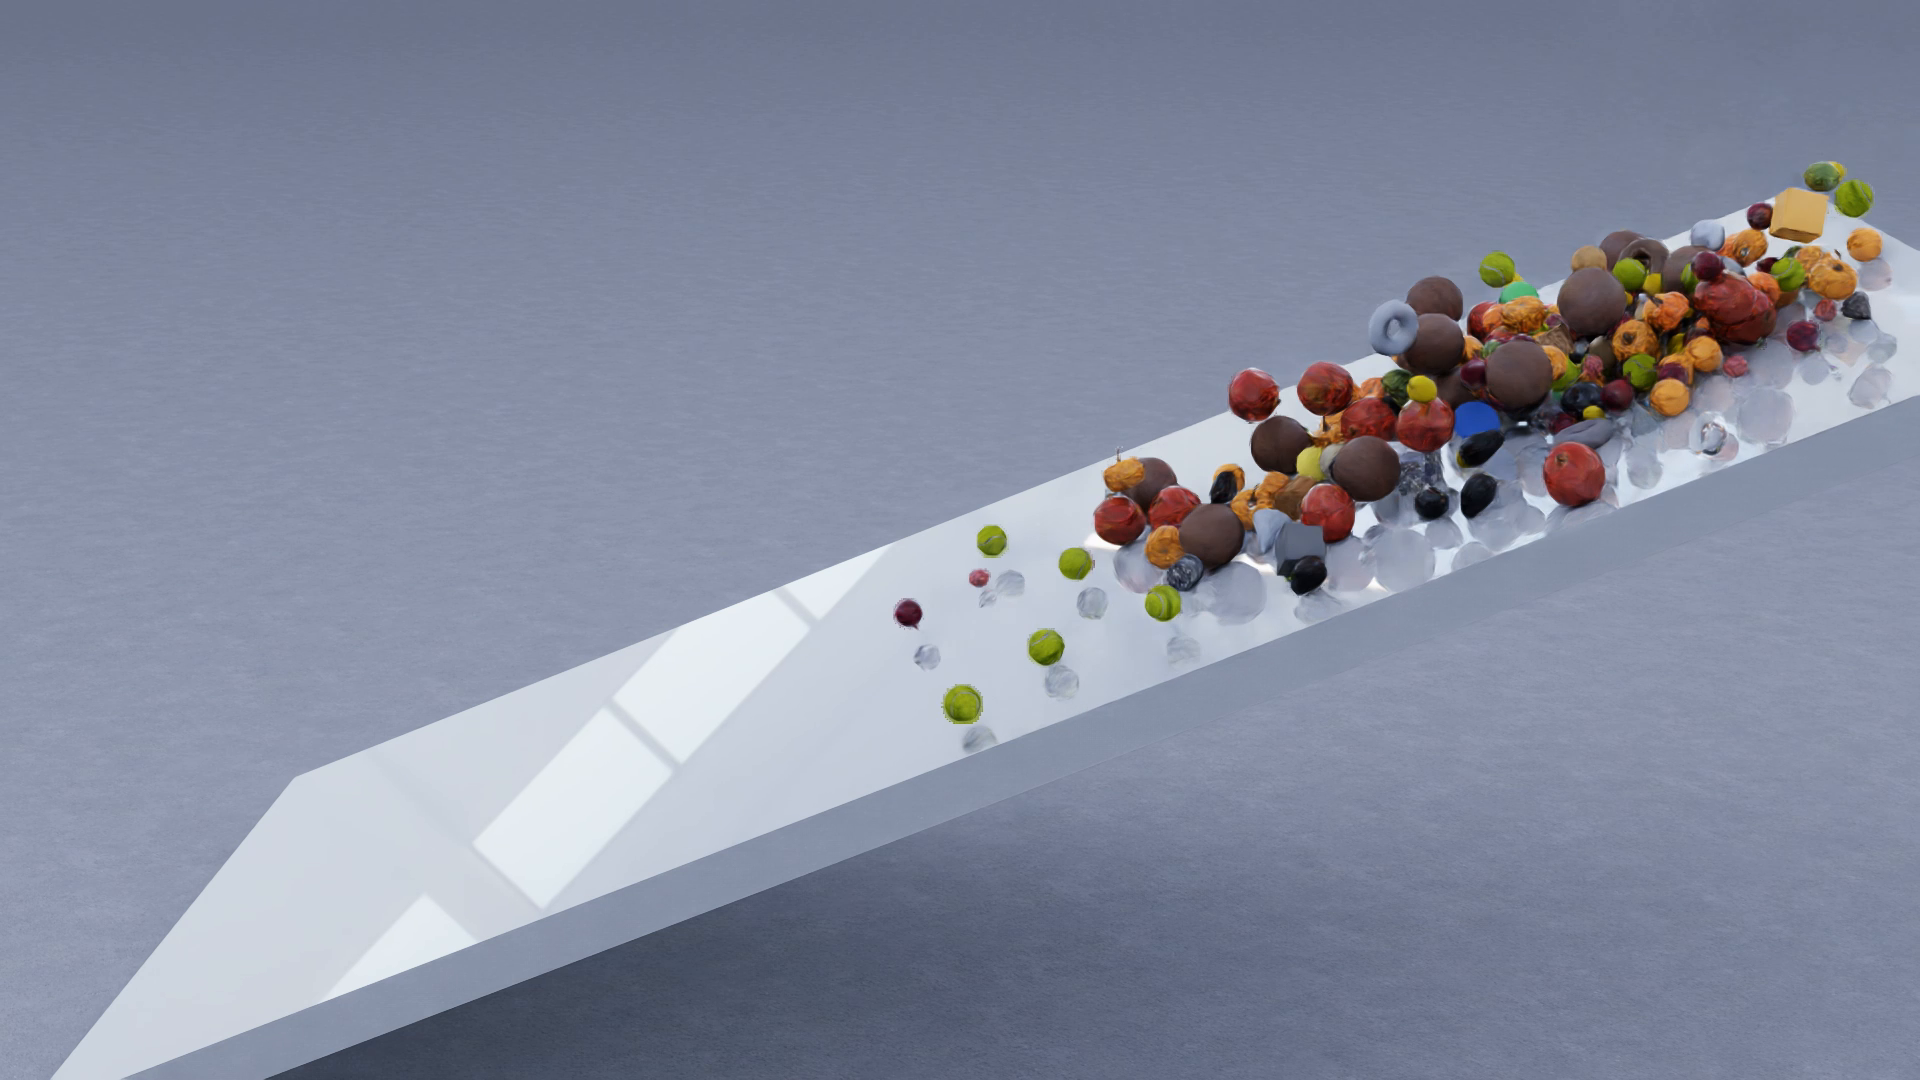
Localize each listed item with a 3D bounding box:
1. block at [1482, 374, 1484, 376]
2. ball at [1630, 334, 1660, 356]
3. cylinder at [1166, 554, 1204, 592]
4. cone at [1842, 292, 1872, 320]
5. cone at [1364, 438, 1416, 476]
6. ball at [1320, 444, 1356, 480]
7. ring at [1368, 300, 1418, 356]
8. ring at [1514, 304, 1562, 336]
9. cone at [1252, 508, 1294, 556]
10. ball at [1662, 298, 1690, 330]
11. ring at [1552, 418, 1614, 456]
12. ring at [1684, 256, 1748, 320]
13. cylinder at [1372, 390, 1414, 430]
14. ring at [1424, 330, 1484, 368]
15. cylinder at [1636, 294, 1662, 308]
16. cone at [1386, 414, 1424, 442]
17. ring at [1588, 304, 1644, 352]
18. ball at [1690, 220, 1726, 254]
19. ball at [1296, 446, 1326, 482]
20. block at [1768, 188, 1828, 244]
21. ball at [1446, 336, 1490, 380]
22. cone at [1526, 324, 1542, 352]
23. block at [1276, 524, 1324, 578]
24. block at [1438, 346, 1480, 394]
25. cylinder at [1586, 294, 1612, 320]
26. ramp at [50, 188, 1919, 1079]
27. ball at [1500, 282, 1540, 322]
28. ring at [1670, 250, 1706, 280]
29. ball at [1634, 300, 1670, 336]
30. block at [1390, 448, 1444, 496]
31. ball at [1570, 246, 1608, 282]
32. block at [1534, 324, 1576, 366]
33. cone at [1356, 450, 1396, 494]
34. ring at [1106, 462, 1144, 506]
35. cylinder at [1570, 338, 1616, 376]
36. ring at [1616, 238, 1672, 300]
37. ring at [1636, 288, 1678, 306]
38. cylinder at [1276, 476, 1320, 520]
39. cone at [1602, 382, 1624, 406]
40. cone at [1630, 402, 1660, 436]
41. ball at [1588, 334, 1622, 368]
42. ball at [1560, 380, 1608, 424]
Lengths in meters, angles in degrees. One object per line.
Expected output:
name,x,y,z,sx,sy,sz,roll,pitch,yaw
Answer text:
block,1.114,-0.386,6.471,0.053,0.053,0.053,-24,46,-5
ball,1.410,-0.410,6.059,0.065,0.065,0.065,0,14,0
cylinder,0.445,0.064,5.800,0.056,0.056,0.056,8,27,29
cone,1.742,-0.439,5.669,0.059,0.059,0.059,-5,35,-19
cone,0.855,-0.176,5.906,0.093,0.093,0.093,22,21,20
ball,0.784,-0.163,6.108,0.076,0.076,0.076,0,14,0
ring,0.879,-0.429,5.965,0.116,0.116,0.039,-8,18,-28
ring,1.304,-0.497,6.634,0.114,0.038,0.114,-24,-6,-3
cone,0.610,-0.002,5.829,0.085,0.085,0.085,6,52,21
ball,1.493,-0.473,6.161,0.070,0.070,0.070,0,14,0
ring,1.188,-0.196,5.608,0.120,0.040,0.120,-22,11,4
ring,1.568,-0.522,6.097,0.137,0.137,0.046,9,11,32
cylinder,0.936,-0.282,6.359,0.065,0.065,0.065,-36,33,-32
ring,1.130,-0.438,6.726,0.148,0.049,0.148,-23,13,5
cylinder,1.471,-0.477,6.228,0.060,0.060,0.060,-30,11,6
cone,0.941,-0.224,6.187,0.074,0.074,0.074,9,16,17
ring,1.339,-0.428,5.994,0.125,0.125,0.042,-4,47,-16
ball,1.549,-0.628,6.094,0.073,0.073,0.073,0,14,0
ball,0.742,-0.159,6.171,0.075,0.075,0.075,0,14,0
block,1.738,-0.672,6.097,0.085,0.085,0.085,11,-7,-1
ball,1.076,-0.385,6.226,0.091,0.091,0.091,0,14,0
cone,1.272,-0.454,6.510,0.060,0.060,0.060,-22,12,5
block,0.631,0.020,5.464,0.073,0.073,0.073,4,-27,-7
block,1.087,-0.370,6.379,0.074,0.074,0.074,15,12,-4
cylinder,1.417,-0.516,6.525,0.054,0.054,0.054,2,16,7
ramp,0.126,0.173,6.289,4.000,0.100,2.000,-21,12,7
ball,1.242,-0.529,6.529,0.089,0.089,0.089,0,14,0
ring,1.595,-0.605,6.490,0.130,0.043,0.130,9,-8,1
ball,1.391,-0.447,5.912,0.071,0.071,0.071,0,14,0
block,0.902,-0.136,5.805,0.065,0.065,0.065,-12,16,41
ball,1.353,-0.595,6.324,0.077,0.077,0.077,0,14,0
block,1.188,-0.391,5.875,0.059,0.059,0.059,-29,1,21
cone,0.827,-0.120,5.936,0.090,0.090,0.090,29,35,-22
ring,0.375,-0.127,6.716,0.038,0.114,0.114,37,6,-16
cylinder,1.310,-0.379,6.079,0.075,0.075,0.075,-3,8,-12
ring,1.448,-0.575,6.231,0.045,0.134,0.134,15,2,-40
ring,1.520,-0.522,6.420,0.093,0.031,0.093,-21,13,5
cylinder,0.686,-0.085,5.968,0.070,0.070,0.070,8,27,29
cone,1.292,-0.275,5.792,0.054,0.054,0.054,-6,33,-24
cone,1.283,-0.234,5.549,0.059,0.059,0.059,-22,12,5
ball,1.296,-0.378,5.907,0.068,0.068,0.068,0,14,0
ball,1.216,-0.265,5.726,0.091,0.091,0.091,0,14,0
